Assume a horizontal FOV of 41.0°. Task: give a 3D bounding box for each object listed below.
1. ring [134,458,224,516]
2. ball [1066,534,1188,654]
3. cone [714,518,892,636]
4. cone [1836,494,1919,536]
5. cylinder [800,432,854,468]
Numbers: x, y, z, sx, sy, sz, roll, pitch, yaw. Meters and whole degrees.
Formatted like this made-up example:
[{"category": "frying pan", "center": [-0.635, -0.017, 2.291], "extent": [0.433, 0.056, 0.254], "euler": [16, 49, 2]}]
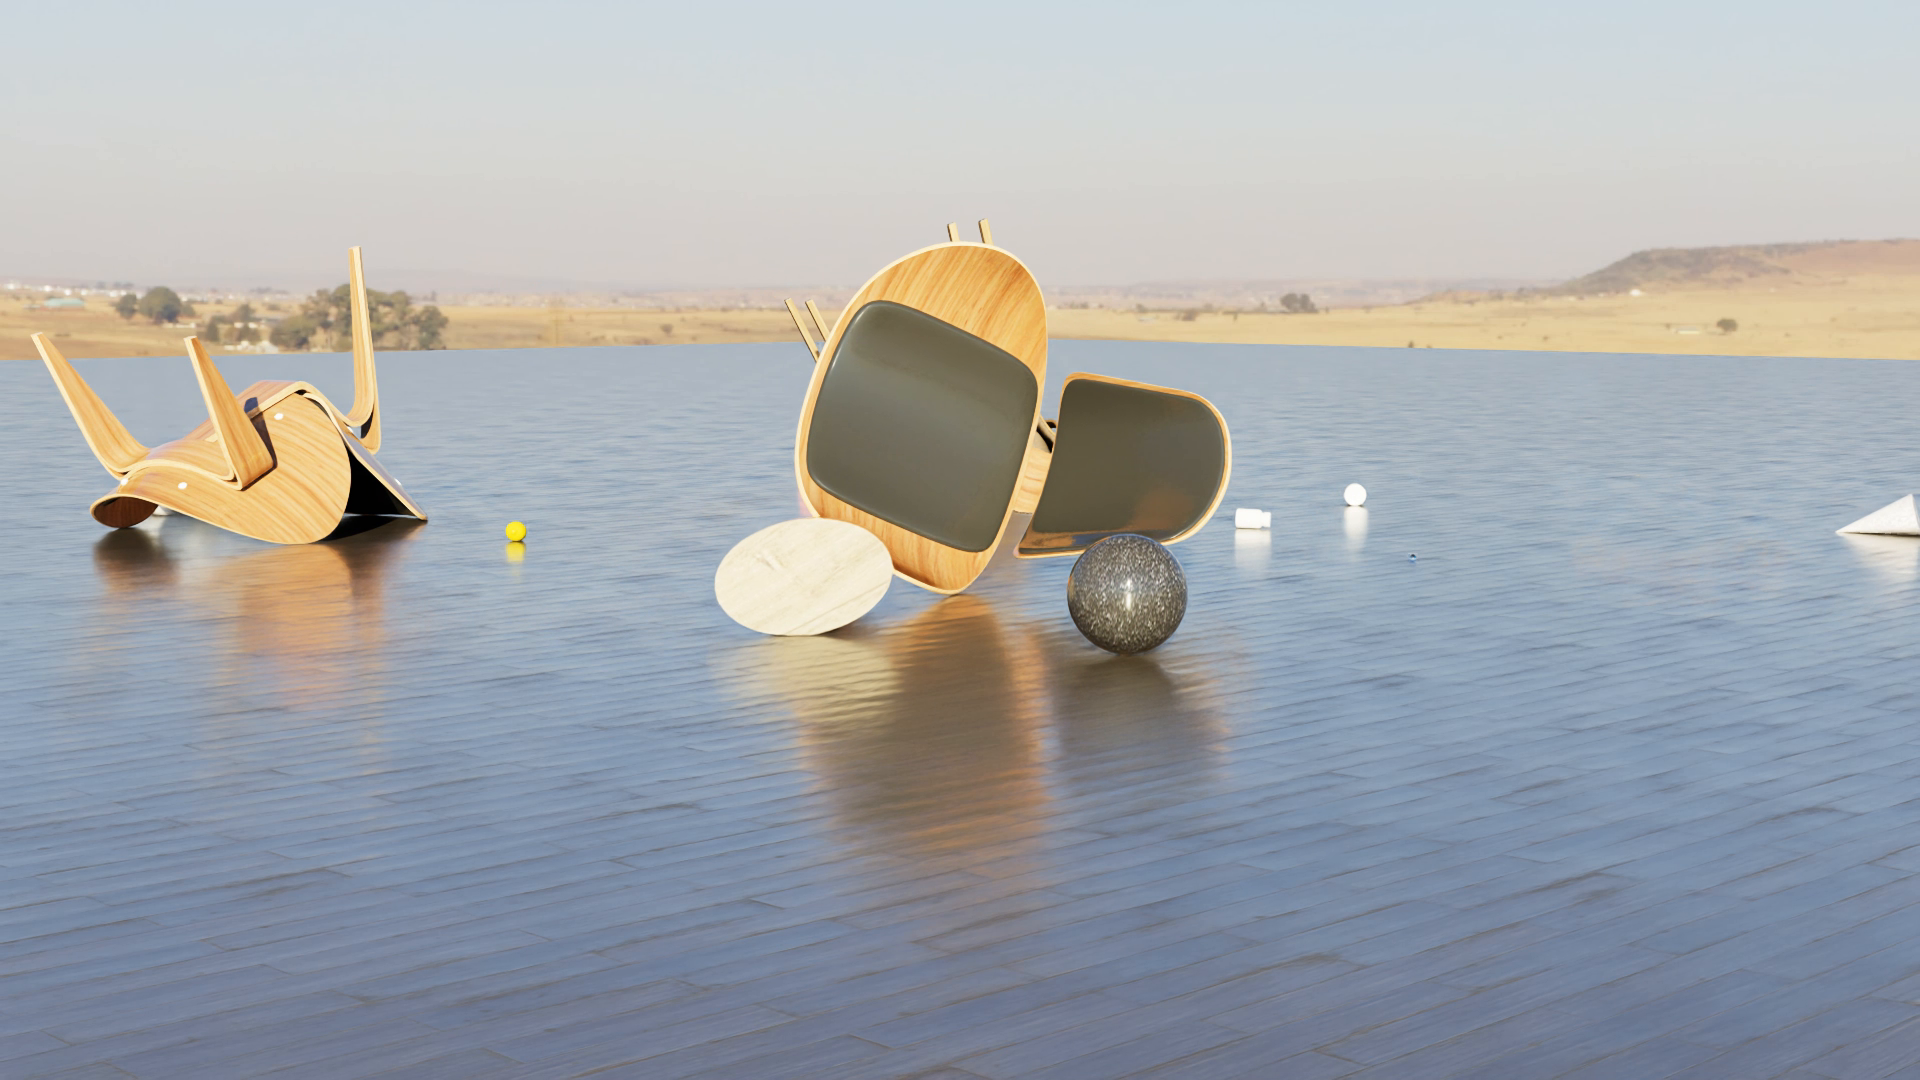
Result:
[{"category": "ring", "center": [-2.185, -0.149, 7.177], "extent": [0.244, 0.144, 0.386], "euler": [-1, 6, -23]}, {"category": "ball", "center": [0.292, 0.094, 4.467], "extent": [0.212, 0.212, 0.212], "euler": [0, 6, 0]}, {"category": "cone", "center": [-0.297, 0.111, 4.862], "extent": [0.353, 0.121, 0.297], "euler": [-27, 52, -30]}, {"category": "cone", "center": [2.346, -0.043, 6.576], "extent": [0.201, 0.104, 0.140], "euler": [-14, 16, 23]}, {"category": "cylinder", "center": [-0.456, -0.310, 8.798], "extent": [0.181, 0.113, 0.167], "euler": [0, -24, -2]}]
